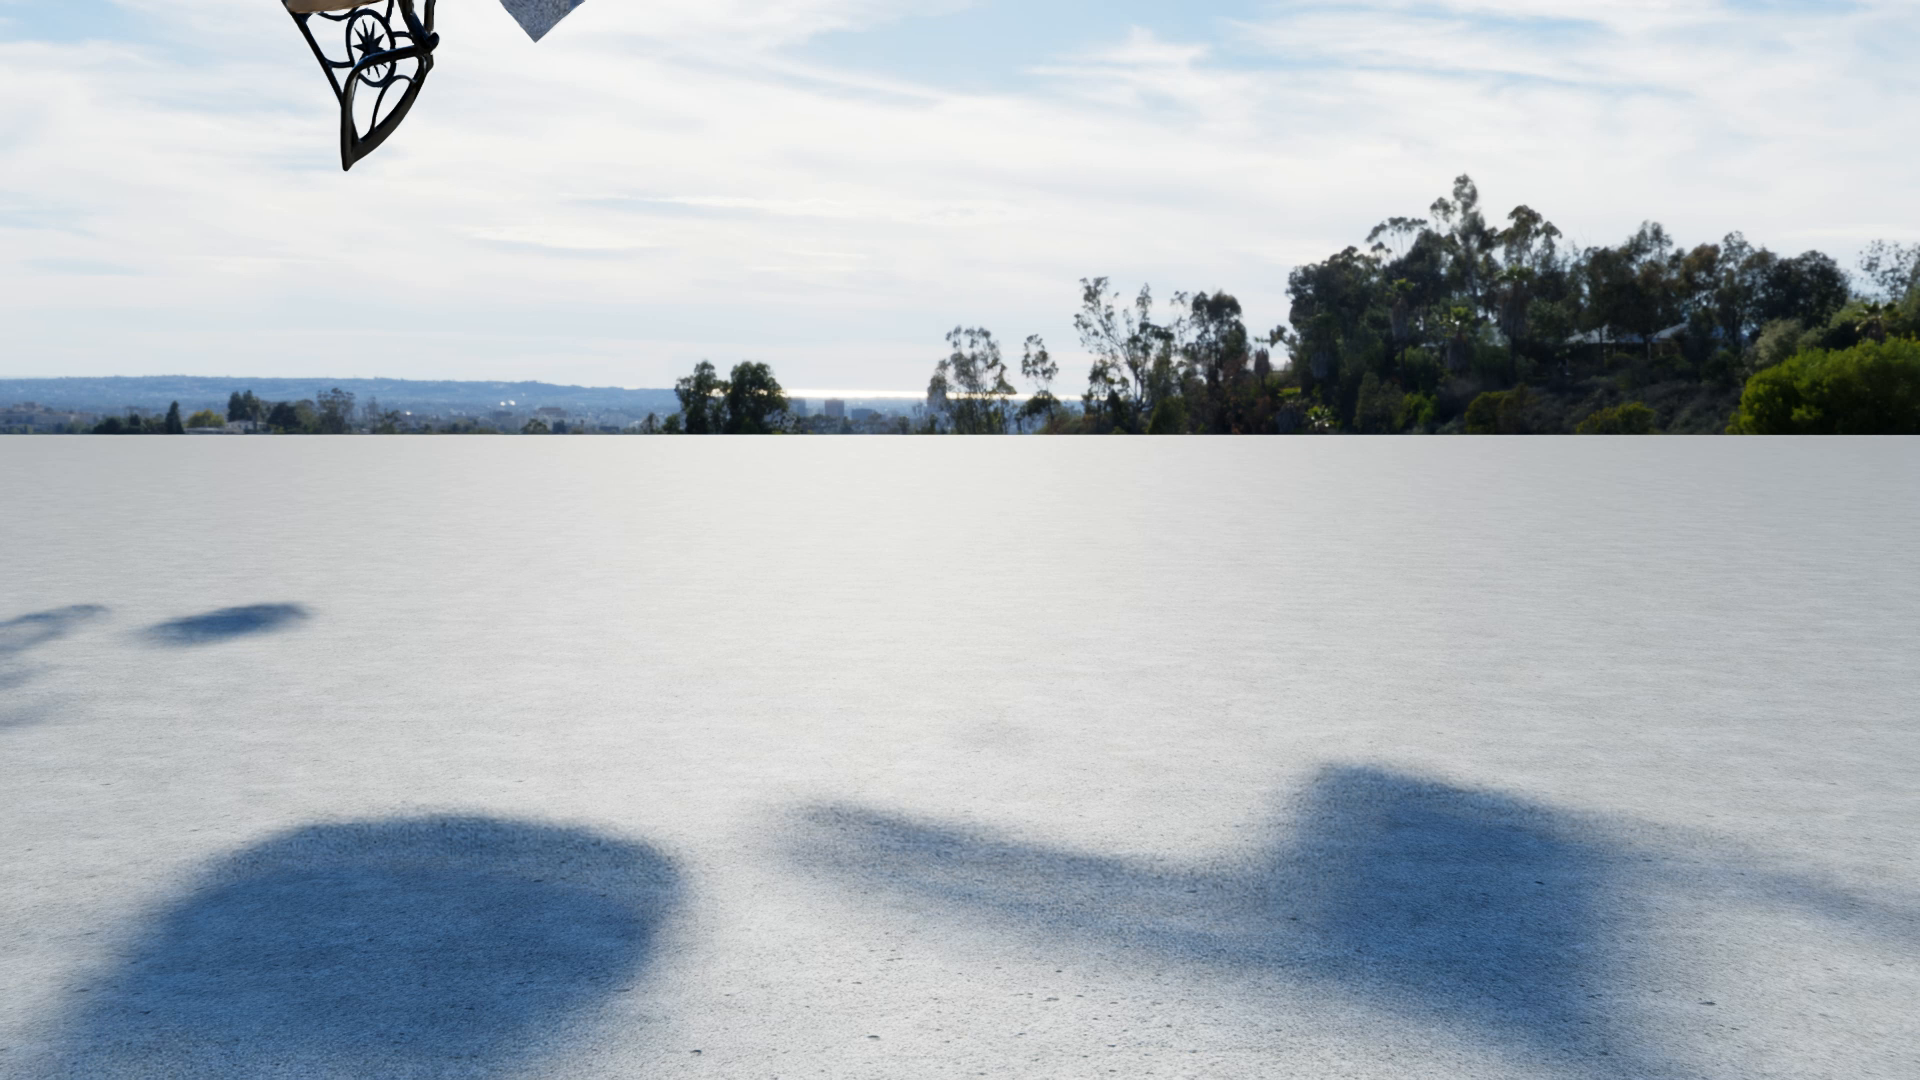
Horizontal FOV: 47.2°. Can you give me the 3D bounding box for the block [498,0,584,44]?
[{"bbox_3d":[-1.566,-2.036,8.271,0.224,0.205,0.149,-32,17,30],"label":"block"}]
